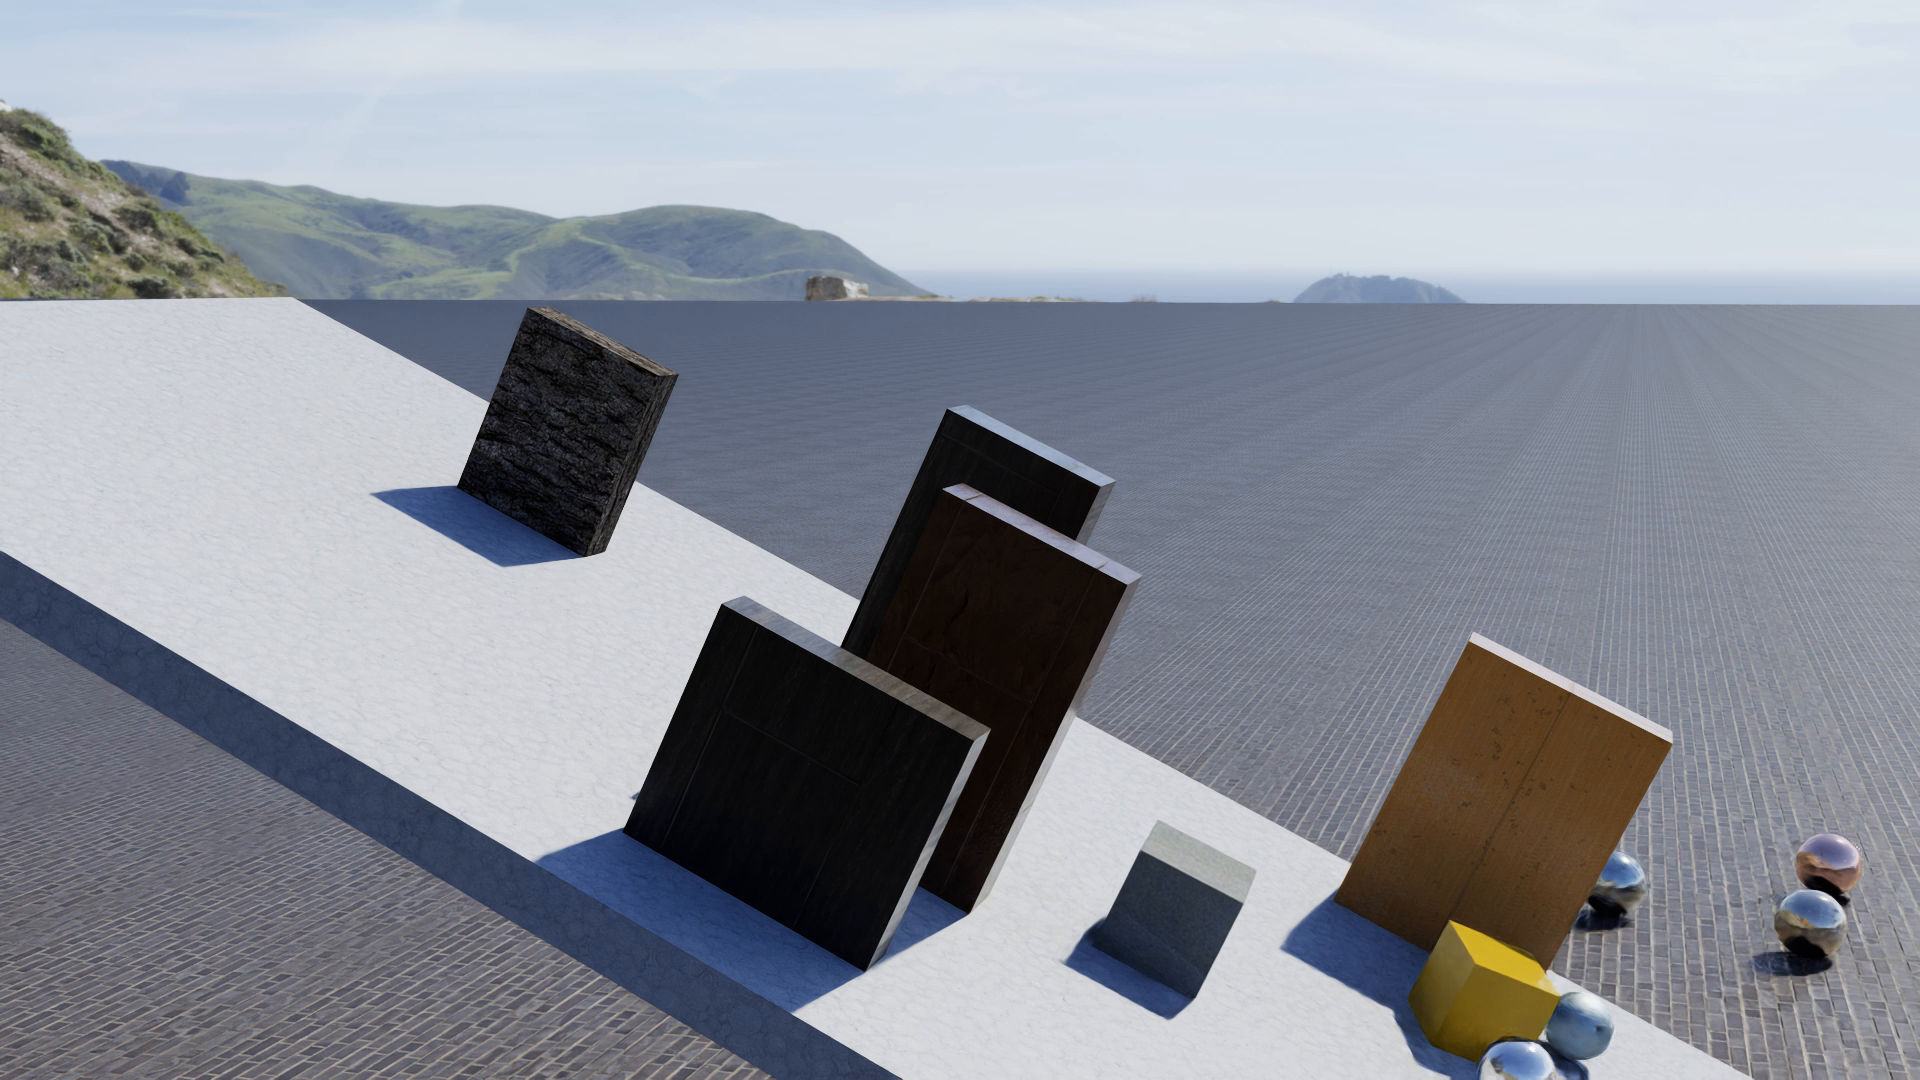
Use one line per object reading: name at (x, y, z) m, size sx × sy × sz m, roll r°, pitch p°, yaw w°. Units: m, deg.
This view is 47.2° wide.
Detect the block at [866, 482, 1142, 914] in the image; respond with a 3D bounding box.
block at (0.010, 0.269, 3.755) m, size 0.350 × 0.636 × 0.116 m, roll 28°, pitch 14°, yaw 12°

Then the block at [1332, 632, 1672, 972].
block at (1.118, 0.574, 4.552) m, size 0.443 × 0.624 × 0.124 m, roll 28°, pitch 14°, yaw 12°

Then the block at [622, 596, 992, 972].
block at (-0.241, 0.374, 3.404) m, size 0.445 × 0.410 × 0.091 m, roll 28°, pitch 14°, yaw 12°

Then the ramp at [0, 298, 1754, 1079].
ramp at (-0.264, 0.451, 4.170) m, size 4.000 × 0.100 × 2.000 m, roll 28°, pitch 14°, yaw 12°

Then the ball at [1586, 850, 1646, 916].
ball at (1.888, 0.993, 6.361) m, size 0.186 × 0.186 × 0.186 m, roll 0°, pitch 7°, yaw 0°

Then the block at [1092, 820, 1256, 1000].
block at (0.382, 0.651, 3.890) m, size 0.199 × 0.199 × 0.199 m, roll 27°, pitch 14°, yaw 9°

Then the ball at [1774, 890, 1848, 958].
ball at (2.307, 1.041, 5.962) m, size 0.186 × 0.186 × 0.186 m, roll 0°, pitch 7°, yaw 0°

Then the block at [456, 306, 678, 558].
block at (-0.832, -0.230, 4.652) m, size 0.329 × 0.423 × 0.099 m, roll 28°, pitch 14°, yaw 12°

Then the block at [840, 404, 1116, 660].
block at (-0.007, 0.131, 4.130) m, size 0.320 × 0.693 × 0.124 m, roll 28°, pitch 14°, yaw 12°

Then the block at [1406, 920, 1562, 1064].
block at (0.988, 0.867, 4.161) m, size 0.181 × 0.181 × 0.181 m, roll 22°, pitch 14°, yaw -9°

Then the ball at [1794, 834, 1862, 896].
ball at (2.590, 0.968, 6.558) m, size 0.187 × 0.187 × 0.187 m, roll 0°, pitch 7°, yaw 0°

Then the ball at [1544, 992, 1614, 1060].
ball at (1.217, 0.956, 4.326) m, size 0.133 × 0.133 × 0.133 m, roll 0°, pitch 7°, yaw 0°

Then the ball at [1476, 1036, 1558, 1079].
ball at (0.993, 0.956, 3.921) m, size 0.139 × 0.139 × 0.139 m, roll 0°, pitch 7°, yaw 0°
